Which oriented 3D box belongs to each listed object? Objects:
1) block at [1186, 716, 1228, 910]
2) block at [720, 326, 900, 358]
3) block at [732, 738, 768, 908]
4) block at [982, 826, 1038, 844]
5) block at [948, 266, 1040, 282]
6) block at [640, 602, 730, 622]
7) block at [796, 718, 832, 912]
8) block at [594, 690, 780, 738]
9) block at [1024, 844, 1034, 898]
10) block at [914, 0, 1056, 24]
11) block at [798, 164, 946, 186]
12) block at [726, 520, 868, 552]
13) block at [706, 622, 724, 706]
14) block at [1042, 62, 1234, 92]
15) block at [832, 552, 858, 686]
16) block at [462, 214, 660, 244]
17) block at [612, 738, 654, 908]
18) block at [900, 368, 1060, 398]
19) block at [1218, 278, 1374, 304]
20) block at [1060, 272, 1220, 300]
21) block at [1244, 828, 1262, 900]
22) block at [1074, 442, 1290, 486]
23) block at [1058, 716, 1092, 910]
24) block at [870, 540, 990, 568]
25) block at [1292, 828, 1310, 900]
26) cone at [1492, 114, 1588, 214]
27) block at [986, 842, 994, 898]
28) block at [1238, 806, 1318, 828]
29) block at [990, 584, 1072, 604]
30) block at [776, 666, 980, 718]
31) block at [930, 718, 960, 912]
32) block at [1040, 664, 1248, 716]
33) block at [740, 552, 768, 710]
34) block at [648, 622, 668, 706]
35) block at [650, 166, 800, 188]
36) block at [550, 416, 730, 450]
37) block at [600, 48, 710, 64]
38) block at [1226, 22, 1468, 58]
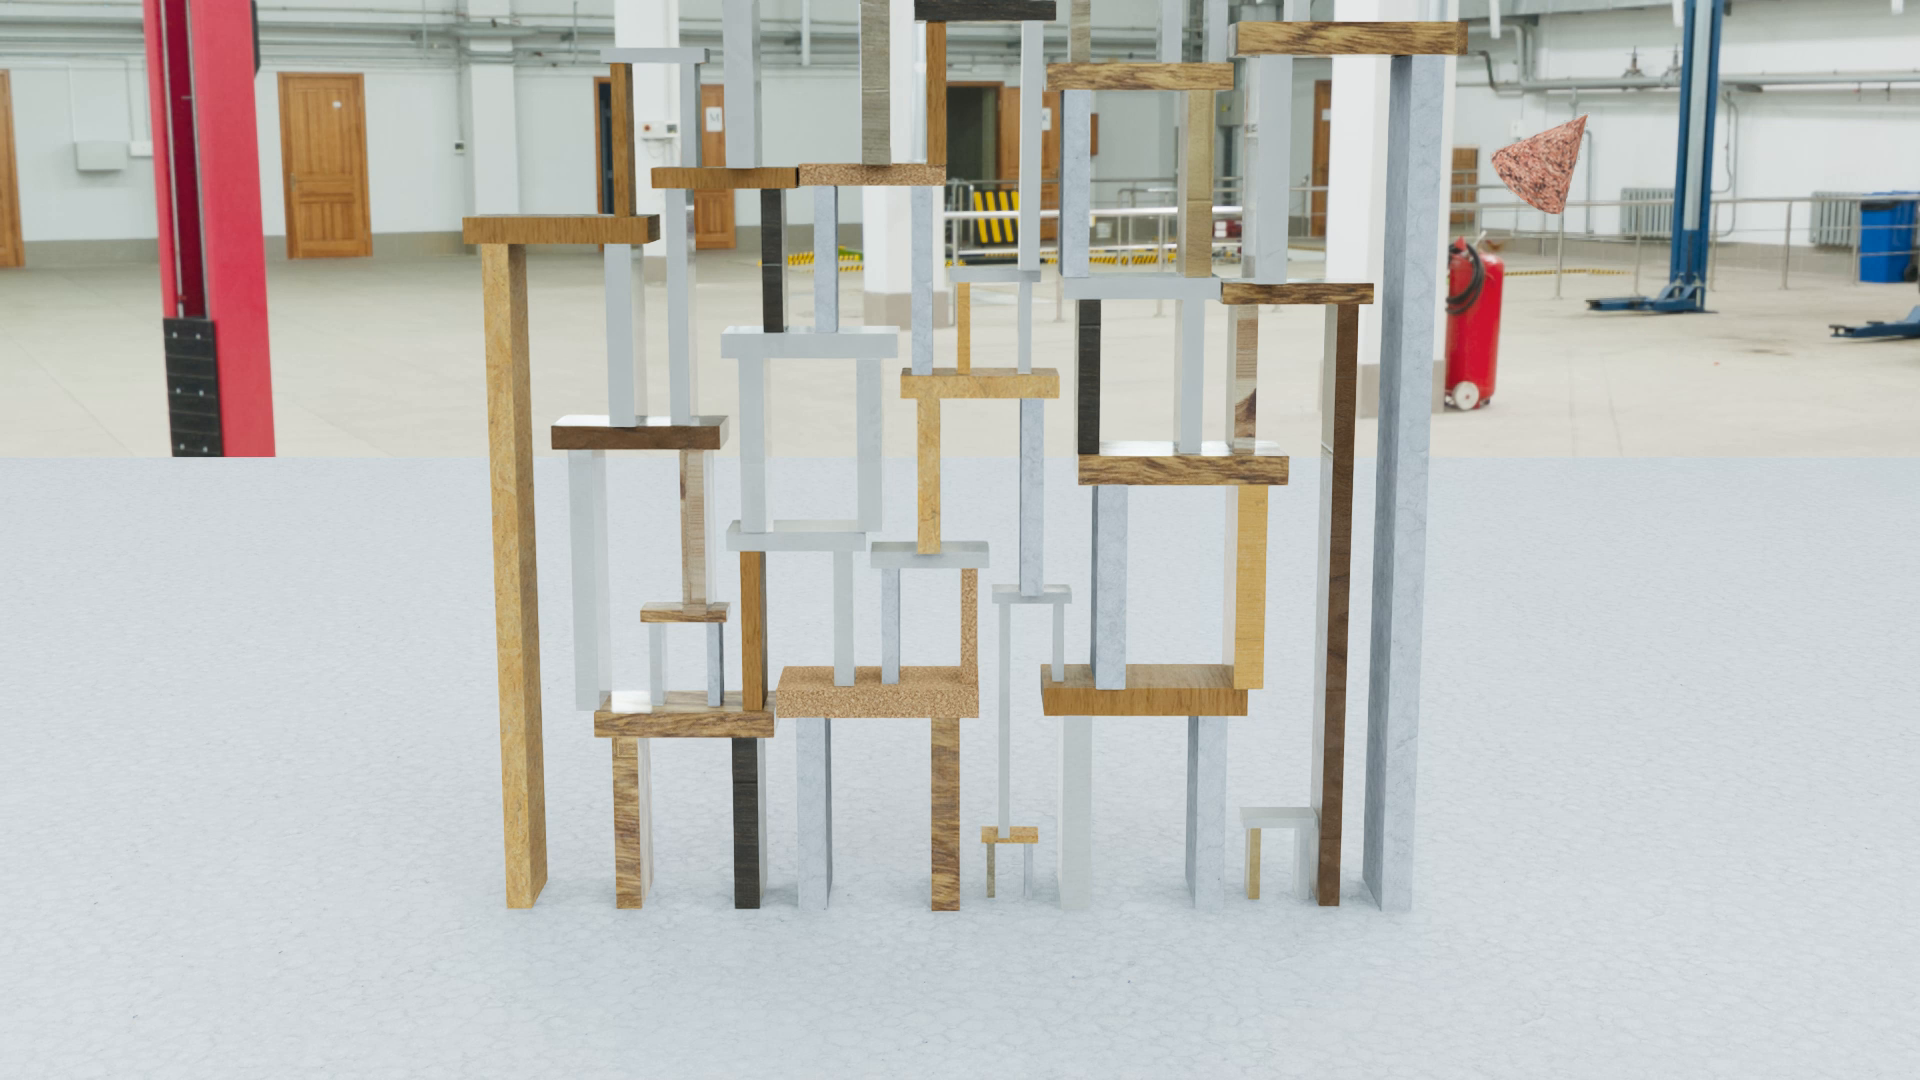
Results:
[{"bbox_3d":[0.407,0.429,3.643,0.046,0.327,0.163,0,11,0],"label":"block"},{"bbox_3d":[-0.236,-0.316,3.505,0.276,0.039,0.138,0,11,0],"label":"block"},{"bbox_3d":[-0.348,0.448,3.641,0.041,0.290,0.145,0,11,0],"label":"block"},{"bbox_3d":[0.082,0.490,3.655,0.095,0.013,0.047,0,11,1],"label":"block"},{"bbox_3d":[0.055,-0.421,3.481,0.144,0.020,0.072,1,11,0],"label":"block"},{"bbox_3d":[-0.447,0.117,3.584,0.140,0.020,0.070,0,11,0],"label":"block"},{"bbox_3d":[-0.240,0.431,3.637,0.046,0.325,0.162,0,11,0],"label":"block"},{"bbox_3d":[-0.444,0.285,3.611,0.290,0.041,0.145,0,11,0],"label":"block"},{"bbox_3d":[0.114,0.543,3.664,0.013,0.095,0.047,0,11,0],"label":"block"},{"bbox_3d":[0.039,-0.816,3.398,0.216,0.031,0.108,0,11,0],"label":"block"},{"bbox_3d":[-0.137,-0.575,3.454,0.228,0.032,0.114,0,11,-1],"label":"block"},{"bbox_3d":[-0.261,-0.008,3.554,0.222,0.031,0.111,0,11,0],"label":"block"},{"bbox_3d":[-0.400,0.196,3.598,0.020,0.140,0.070,0,11,0],"label":"block"},{"bbox_3d":[0.275,-0.722,3.431,0.285,0.040,0.143,0,11,0],"label":"block"},{"bbox_3d":[-0.187,0.117,3.577,0.031,0.222,0.111,0,11,0],"label":"block"},{"bbox_3d":[-0.625,-0.491,3.466,0.285,0.040,0.143,0,11,0],"label":"block"},{"bbox_3d":[-0.541,0.448,3.641,0.041,0.290,0.145,0,11,0],"label":"block"},{"bbox_3d":[0.032,-0.251,3.510,0.249,0.035,0.125,0,11,0],"label":"block"},{"bbox_3d":[0.528,-0.394,3.484,0.235,0.033,0.117,0,11,0],"label":"block"},{"bbox_3d":[0.284,-0.403,3.482,0.243,0.034,0.121,0,11,0],"label":"block"},{"bbox_3d":[0.487,0.529,3.661,0.017,0.122,0.061,0,11,0],"label":"block"},{"bbox_3d":[0.351,-0.124,3.533,0.330,0.047,0.165,0,11,0],"label":"block"},{"bbox_3d":[0.190,0.429,3.643,0.046,0.327,0.163,0,11,0],"label":"block"},{"bbox_3d":[-0.049,0.024,3.567,0.191,0.027,0.095,0,11,-1],"label":"block"},{"bbox_3d":[0.569,0.529,3.661,0.017,0.122,0.061,0,11,0],"label":"block"},{"bbox_3d":[1.490,-0.976,5.483,0.228,0.228,0.228,22,40,-20],"label":"cone"},{"bbox_3d":[0.051,0.543,3.664,0.013,0.095,0.047,0,11,0],"label":"block"},{"bbox_3d":[0.528,0.460,3.648,0.122,0.017,0.061,0,11,0],"label":"block"},{"bbox_3d":[0.116,0.088,3.572,0.130,0.018,0.065,0,11,0],"label":"block"},{"bbox_3d":[-0.132,0.248,3.603,0.325,0.046,0.162,0,11,0],"label":"block"},{"bbox_3d":[-0.024,0.431,3.637,0.046,0.325,0.162,0,11,0],"label":"block"},{"bbox_3d":[0.298,0.245,3.609,0.327,0.046,0.163,0,11,0],"label":"block"},{"bbox_3d":[-0.335,0.137,3.580,0.031,0.262,0.111,0,11,0],"label":"block"},{"bbox_3d":[-0.493,0.196,3.598,0.020,0.140,0.070,0,11,0],"label":"block"},{"bbox_3d":[-0.366,-0.570,3.454,0.223,0.032,0.112,0,11,0],"label":"block"},{"bbox_3d":[-0.511,-0.173,3.532,0.266,0.038,0.133,0,11,0],"label":"block"},{"bbox_3d":[-0.473,-0.753,3.419,0.159,0.023,0.080,0,11,0],"label":"block"},{"bbox_3d":[0.595,-0.776,3.414,0.347,0.049,0.173,0,11,0],"label":"block"}]
